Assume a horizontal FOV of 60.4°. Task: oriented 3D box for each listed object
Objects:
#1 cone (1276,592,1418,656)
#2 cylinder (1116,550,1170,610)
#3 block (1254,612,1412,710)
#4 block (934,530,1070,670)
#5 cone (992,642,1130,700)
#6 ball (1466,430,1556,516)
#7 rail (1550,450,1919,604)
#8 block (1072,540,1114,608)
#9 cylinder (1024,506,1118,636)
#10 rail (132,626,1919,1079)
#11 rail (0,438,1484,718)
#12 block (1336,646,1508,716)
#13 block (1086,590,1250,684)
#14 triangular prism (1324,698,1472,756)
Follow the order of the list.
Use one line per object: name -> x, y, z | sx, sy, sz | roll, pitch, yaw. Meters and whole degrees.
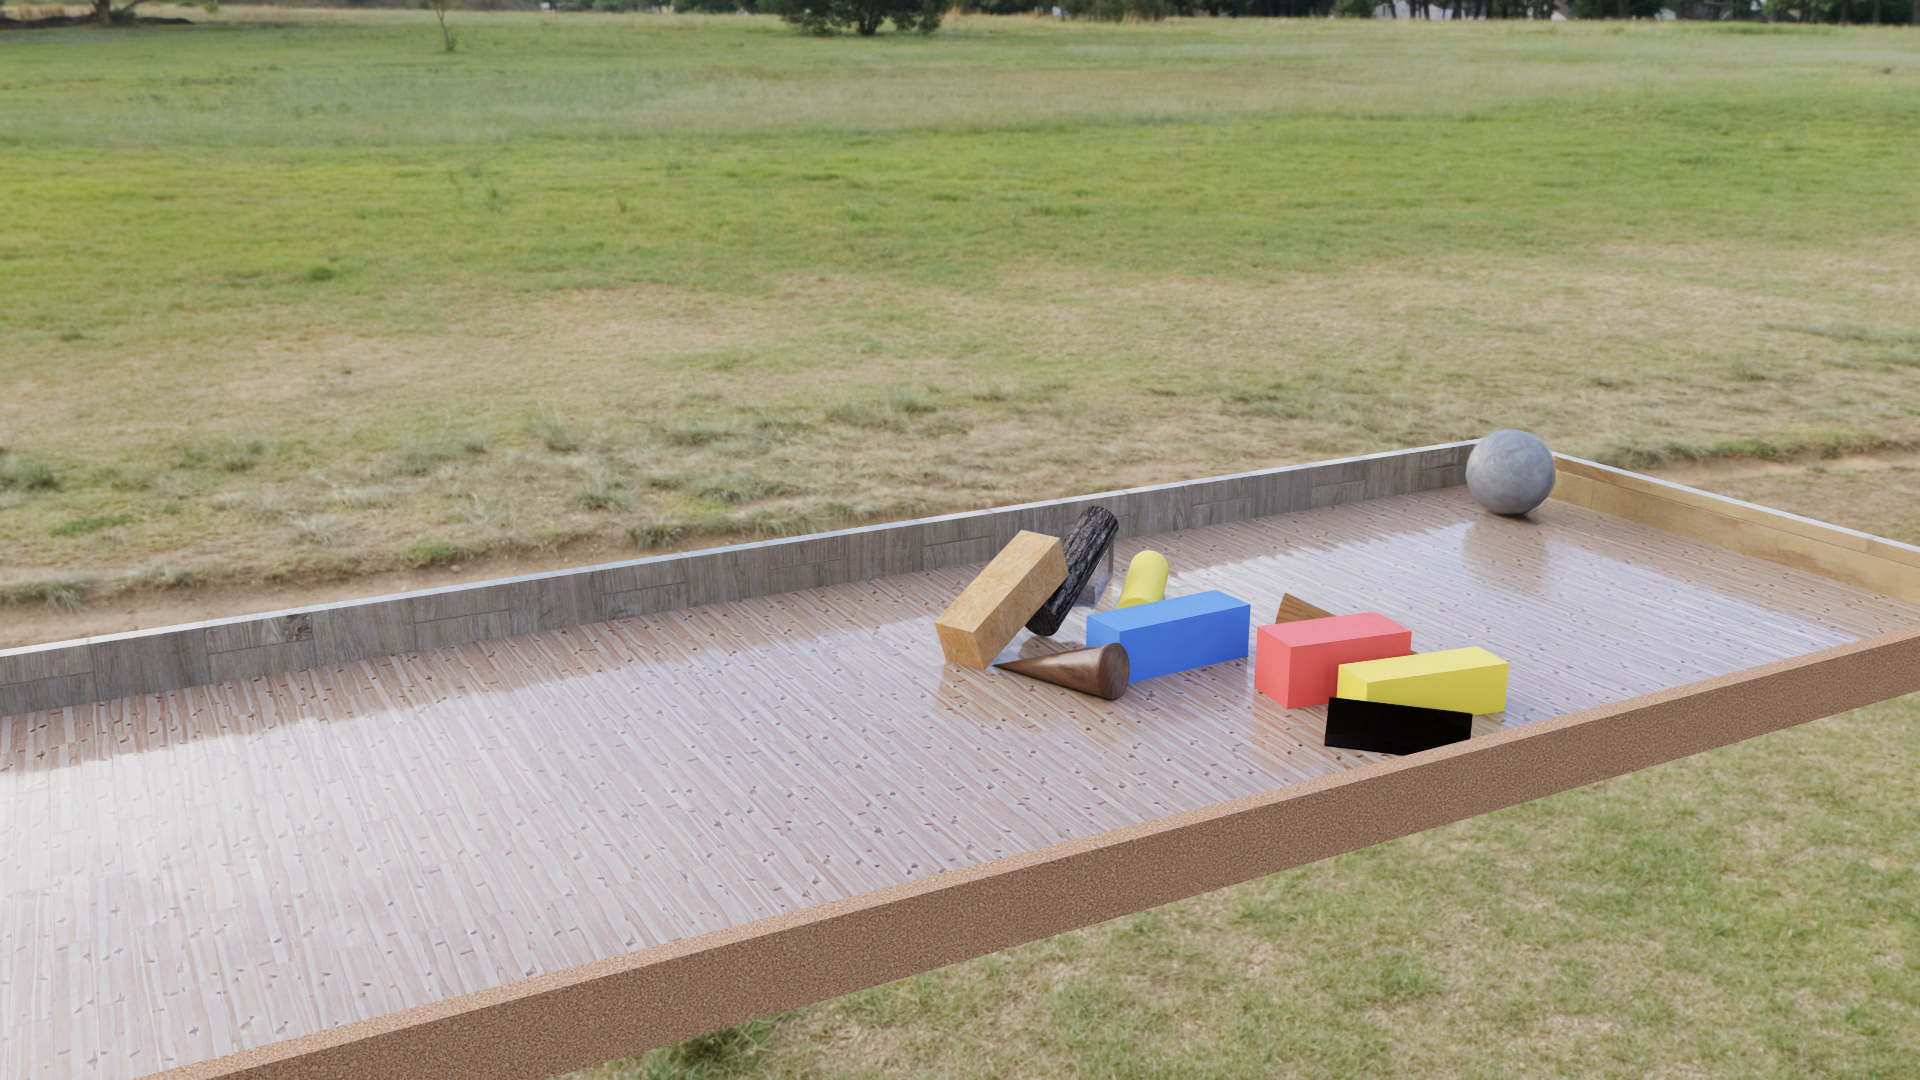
cone -> 1.040, 0.258, 4.355 | 0.405, 0.138, 0.138 | 15, 20, 16
cylinder -> 0.516, 0.148, 4.645 | 0.116, 0.116, 0.446 | 3, 17, 10
block -> 0.919, 0.294, 4.072 | 0.338, 0.159, 0.159 | -6, 17, -19
block -> 0.115, 0.153, 4.343 | 0.126, 0.126, 0.411 | 13, 44, 36
cone -> 0.228, 0.322, 4.139 | 0.378, 0.140, 0.140 | -1, 13, 38
ball -> 1.877, -0.230, 5.621 | 0.292, 0.292, 0.292 | 0, 16, 0
rail -> 2.466, -0.048, 5.253 | 0.050, 0.150, 2.100 | -9, 18, -27
block -> 0.366, 0.092, 4.837 | 0.117, 0.117, 0.326 | 4, 17, 14
cylinder -> 0.306, 0.082, 4.578 | 0.117, 0.117, 0.434 | 9, 42, 27
rail -> -2.336, 1.006, 1.665 | 12.000, 0.150, 0.050 | -9, 18, -27
rail -> -3.305, 0.497, 3.399 | 12.000, 0.150, 0.050 | -9, 18, -27
block -> 1.103, 0.353, 3.936 | 0.388, 0.123, 0.123 | -6, 17, -18
block -> 0.538, 0.248, 4.257 | 0.416, 0.143, 0.143 | -9, 19, -29
triangular prism -> 0.996, 0.420, 3.746 | 0.315, 0.096, 0.111 | 5, 17, 18
